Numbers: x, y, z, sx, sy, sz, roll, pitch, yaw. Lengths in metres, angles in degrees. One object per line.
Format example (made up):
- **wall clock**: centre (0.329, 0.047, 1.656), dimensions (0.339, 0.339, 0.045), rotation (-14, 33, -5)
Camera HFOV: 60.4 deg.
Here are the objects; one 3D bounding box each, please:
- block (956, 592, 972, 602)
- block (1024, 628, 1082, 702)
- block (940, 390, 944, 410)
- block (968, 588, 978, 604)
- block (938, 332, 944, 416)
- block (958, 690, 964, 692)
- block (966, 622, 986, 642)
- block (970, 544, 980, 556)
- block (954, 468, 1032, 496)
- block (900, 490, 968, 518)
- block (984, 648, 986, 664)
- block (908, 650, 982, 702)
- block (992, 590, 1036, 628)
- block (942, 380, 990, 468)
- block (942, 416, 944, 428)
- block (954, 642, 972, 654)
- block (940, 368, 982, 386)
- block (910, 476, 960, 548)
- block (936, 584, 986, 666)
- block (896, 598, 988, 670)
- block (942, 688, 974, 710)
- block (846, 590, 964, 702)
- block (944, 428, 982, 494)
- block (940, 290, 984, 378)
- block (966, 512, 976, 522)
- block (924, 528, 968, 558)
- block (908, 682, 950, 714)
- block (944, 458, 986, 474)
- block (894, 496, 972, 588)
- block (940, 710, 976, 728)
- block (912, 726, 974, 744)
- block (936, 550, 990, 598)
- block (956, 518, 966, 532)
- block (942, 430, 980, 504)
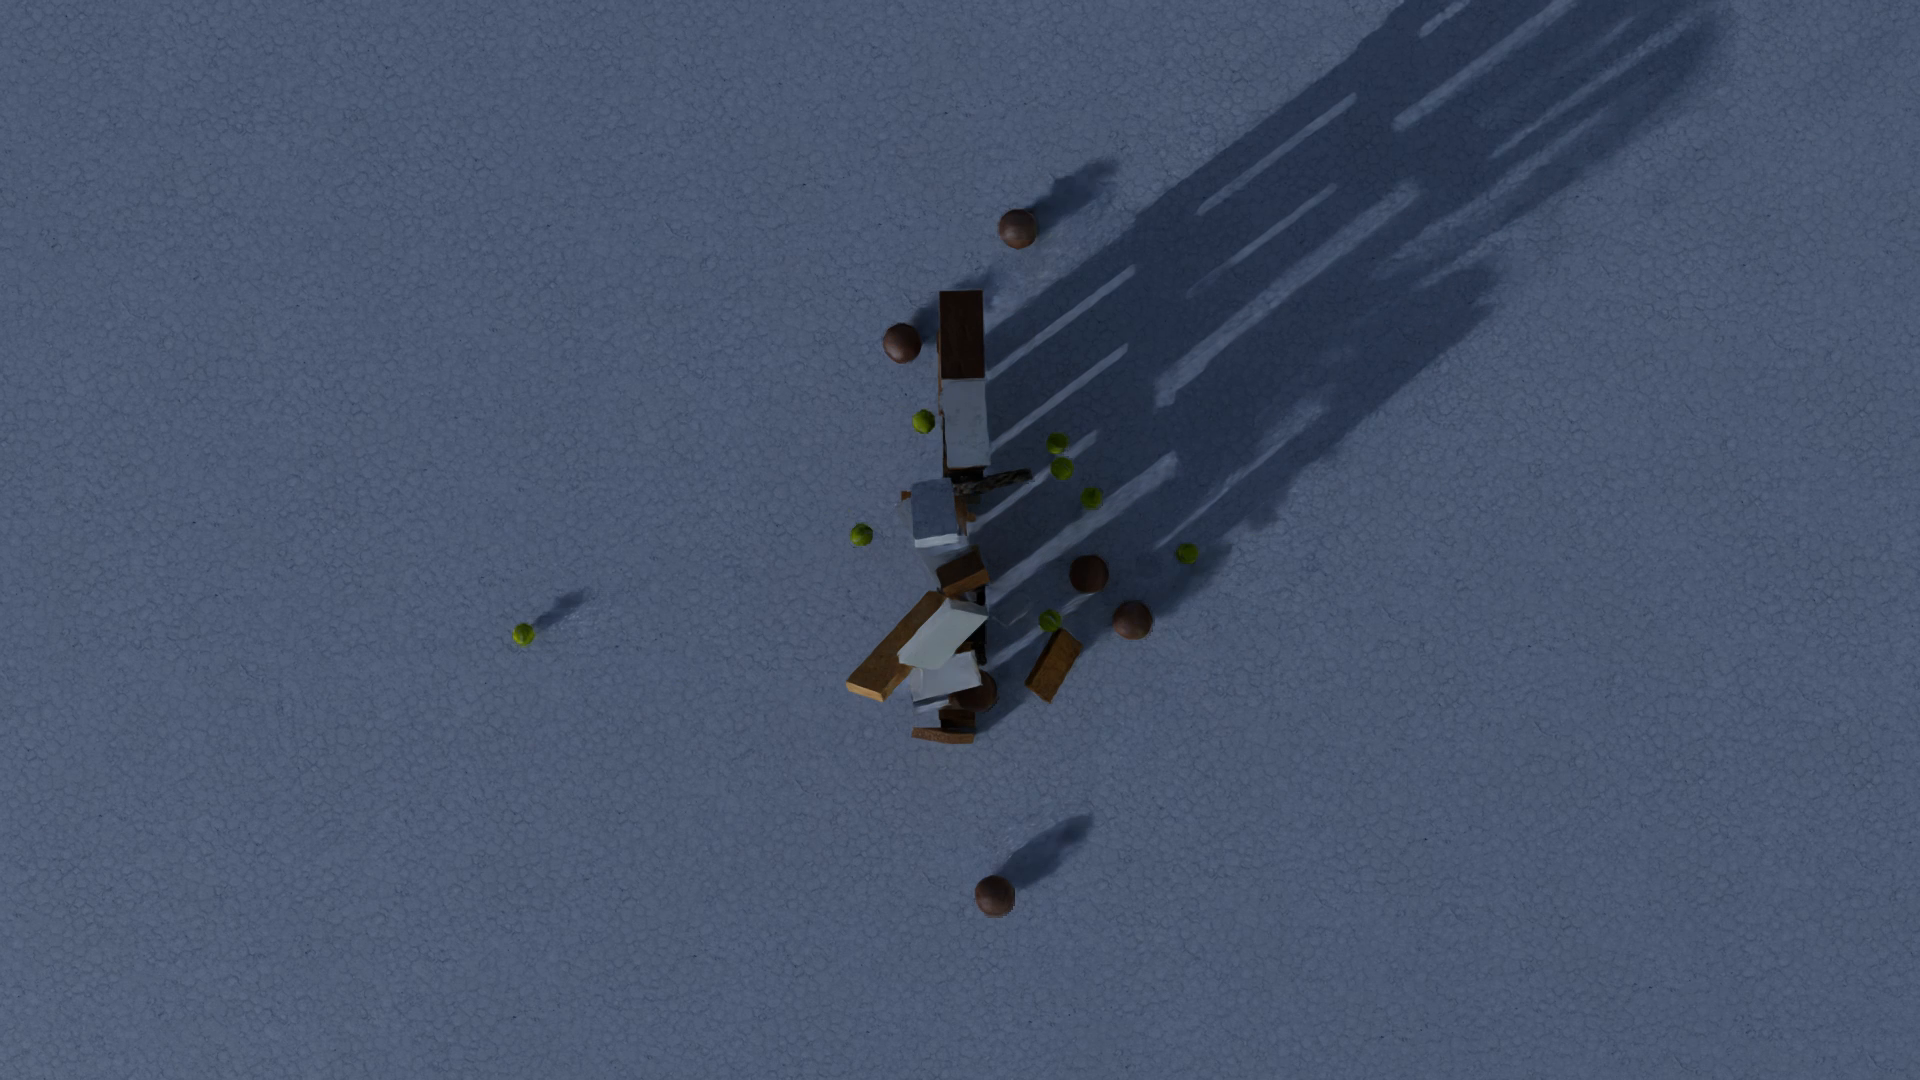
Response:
- **block**: centre (-0.014, 0.146, 5.022), dimensions (0.066, 0.131, 0.019), rotation (4, 46, 34)
- **block**: centre (0.296, 0.394, 5.212), dimensions (0.107, 0.030, 0.214), rotation (41, 74, -34)
- **block**: centre (0.002, -0.400, 4.815), dimensions (0.120, 0.240, 0.034), rotation (6, 89, 0)
- **block**: centre (0.014, 0.202, 5.110), dimensions (0.066, 0.019, 0.131), rotation (10, 122, 0)
- **block**: centre (-0.004, -0.499, 4.953), dimensions (0.124, 0.035, 0.248), rotation (0, 90, 0)
- **block**: centre (-0.055, 0.420, 5.167), dimensions (0.108, 0.216, 0.031), rotation (-4, 61, 8)
- **block**: centre (0.038, 0.258, 5.011), dimensions (0.063, 0.126, 0.018), rotation (0, 132, -10)
- **block**: centre (-0.010, 0.063, 5.018), dimensions (0.140, 0.280, 0.040), rotation (-10, 83, -1)
- **block**: centre (0.098, -0.171, 4.846), dimensions (0.121, 0.242, 0.034), rotation (-9, 94, 34)
- **block**: centre (-0.076, -0.109, 5.074), dimensions (0.140, 0.398, 0.040), rotation (-2, 85, 9)
- **block**: centre (0.005, 0.367, 5.348), dimensions (0.151, 0.302, 0.043), rotation (-5, 94, 0)
- **block**: centre (-0.049, 0.403, 4.895), dimensions (0.214, 0.030, 0.107), rotation (-15, 85, 20)
- **block**: centre (0.168, 0.216, 5.116), dimensions (0.063, 0.018, 0.126), rotation (35, 61, 28)
- **block**: centre (0.017, -0.327, 4.678), dimensions (0.120, 0.034, 0.240), rotation (-4, 89, 0)
- **block**: centre (0.003, -0.478, 5.237), dimensions (0.123, 0.035, 0.246), rotation (0, 90, 0)
- **block**: centre (0.006, 0.325, 5.124), dimensions (0.059, 0.017, 0.119), rotation (7, 110, 1)
- **block**: centre (0.005, -0.480, 4.813), dimensions (0.122, 0.245, 0.035), rotation (0, 86, 0)
- **block**: centre (-0.074, -0.078, 4.645), dimensions (0.121, 0.242, 0.034), rotation (-10, 132, 3)
- **block**: centre (0.002, 0.243, 5.175), dimensions (0.151, 0.043, 0.302), rotation (0, 89, 0)
- **block**: centre (-0.050, 0.268, 4.664), dimensions (0.131, 0.037, 0.263), rotation (14, 133, -35)
- **block**: centre (-0.008, 0.501, 5.285), dimensions (0.099, 0.028, 0.199), rotation (-3, 91, 1)
- **block**: centre (-0.158, 0.313, 4.939), dimensions (0.131, 0.037, 0.432), rotation (15, 46, 34)
- **block**: centre (0.008, -0.256, 4.985), dimensions (0.115, 0.033, 0.230), rotation (-1, 90, -1)
- **block**: centre (0.006, -0.582, 4.674), dimensions (0.122, 0.035, 0.245), rotation (-1, 89, 0)
- **block**: centre (-0.012, -0.076, 5.394), dimensions (0.099, 0.199, 0.028), rotation (2, 90, 9)
- **block**: centre (-0.043, 0.006, 4.711), dimensions (0.121, 0.242, 0.034), rotation (-15, 95, -1)
- **block**: centre (-0.101, 0.417, 5.005), dimensions (0.108, 0.031, 0.216), rotation (-15, 50, 4)
- **block**: centre (0.013, -0.220, 4.832), dimensions (0.120, 0.274, 0.034), rotation (-7, 90, -1)
- **block**: centre (-0.067, -0.012, 4.850), dimensions (0.140, 0.040, 0.280), rotation (-29, 94, 0)
- **block**: centre (-0.006, 0.562, 5.163), dimensions (0.108, 0.216, 0.031), rotation (-1, 77, 1)
- **block**: centre (-0.047, 0.611, 5.152), dimensions (0.107, 0.688, 0.030), rotation (10, 84, 8)
- **block**: centre (0.006, 0.099, 4.706), dimensions (0.131, 0.263, 0.037), rotation (-25, 102, 0)
- **block**: centre (-0.031, -0.011, 5.278), dimensions (0.099, 0.028, 0.199), rotation (-2, 87, 9)
- **block**: centre (0.004, -0.233, 5.248), dimensions (0.117, 0.033, 0.235), rotation (0, 90, -1)
